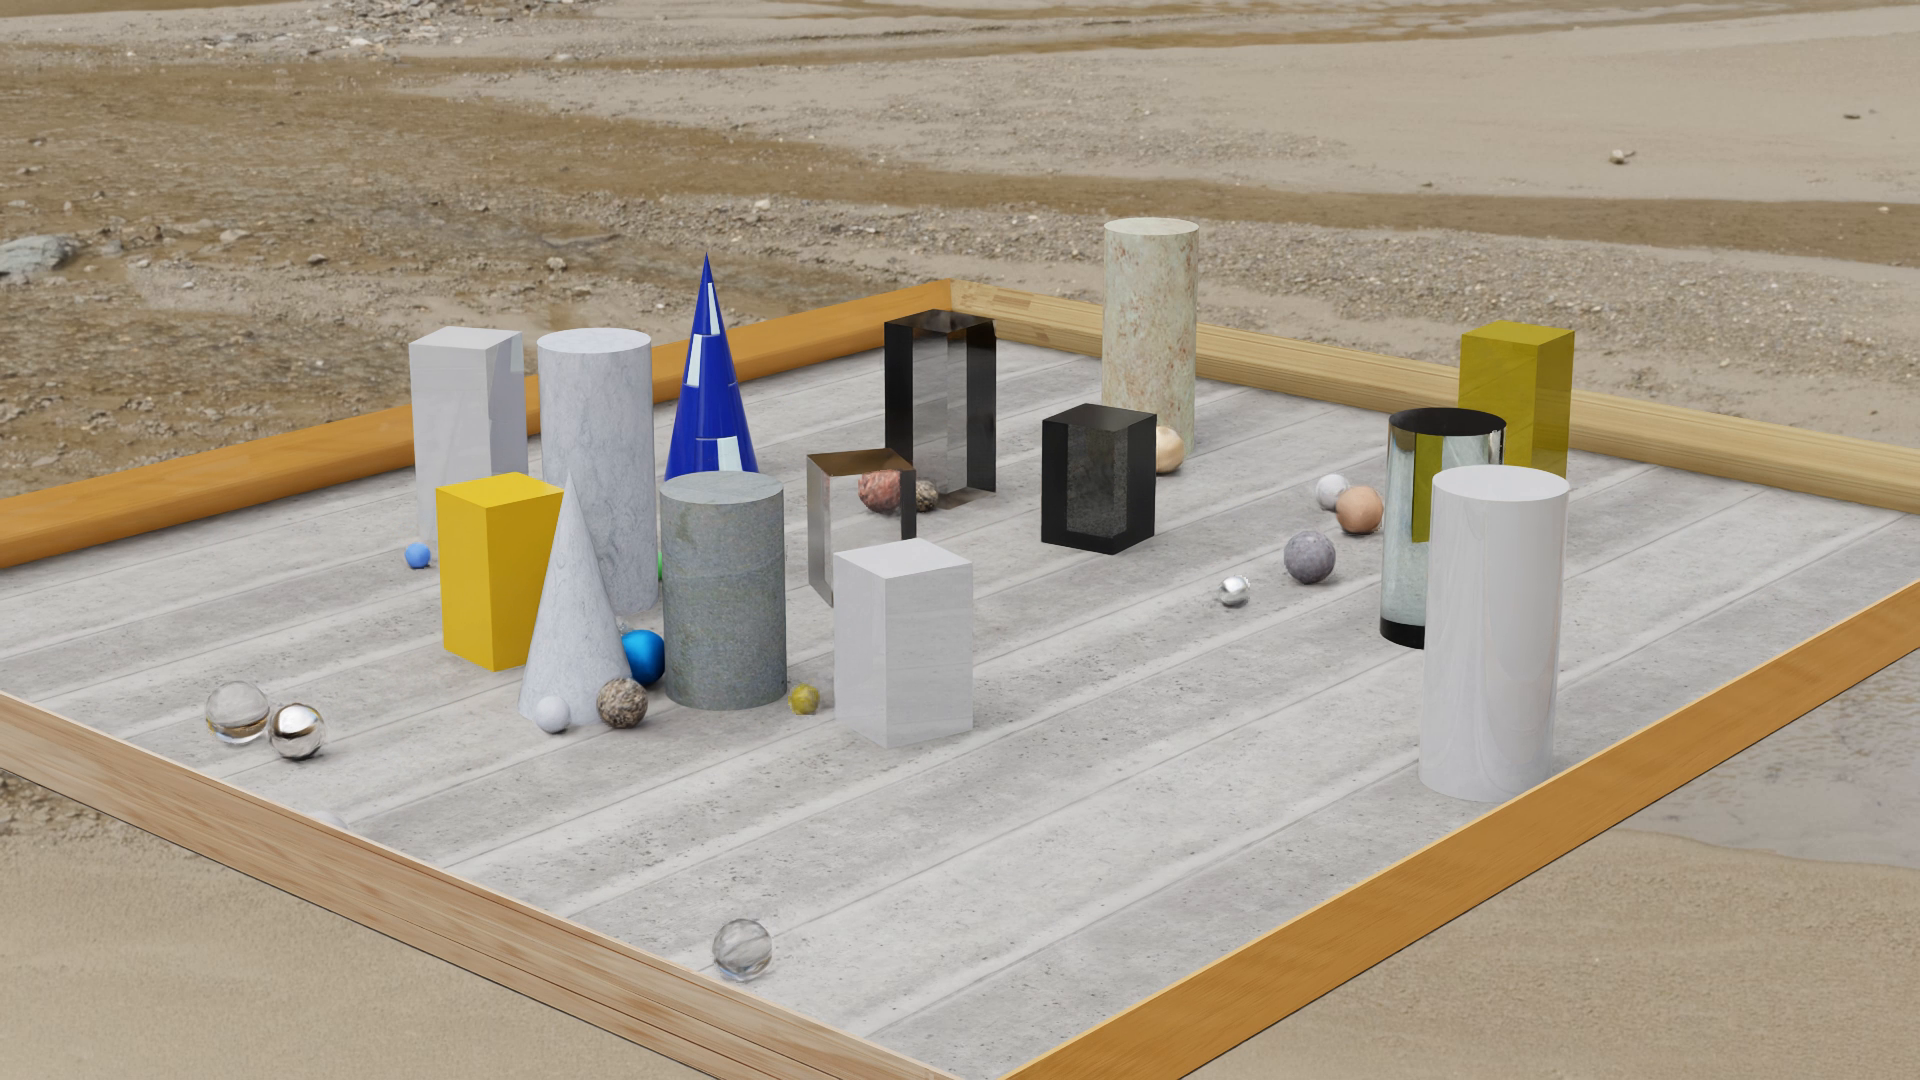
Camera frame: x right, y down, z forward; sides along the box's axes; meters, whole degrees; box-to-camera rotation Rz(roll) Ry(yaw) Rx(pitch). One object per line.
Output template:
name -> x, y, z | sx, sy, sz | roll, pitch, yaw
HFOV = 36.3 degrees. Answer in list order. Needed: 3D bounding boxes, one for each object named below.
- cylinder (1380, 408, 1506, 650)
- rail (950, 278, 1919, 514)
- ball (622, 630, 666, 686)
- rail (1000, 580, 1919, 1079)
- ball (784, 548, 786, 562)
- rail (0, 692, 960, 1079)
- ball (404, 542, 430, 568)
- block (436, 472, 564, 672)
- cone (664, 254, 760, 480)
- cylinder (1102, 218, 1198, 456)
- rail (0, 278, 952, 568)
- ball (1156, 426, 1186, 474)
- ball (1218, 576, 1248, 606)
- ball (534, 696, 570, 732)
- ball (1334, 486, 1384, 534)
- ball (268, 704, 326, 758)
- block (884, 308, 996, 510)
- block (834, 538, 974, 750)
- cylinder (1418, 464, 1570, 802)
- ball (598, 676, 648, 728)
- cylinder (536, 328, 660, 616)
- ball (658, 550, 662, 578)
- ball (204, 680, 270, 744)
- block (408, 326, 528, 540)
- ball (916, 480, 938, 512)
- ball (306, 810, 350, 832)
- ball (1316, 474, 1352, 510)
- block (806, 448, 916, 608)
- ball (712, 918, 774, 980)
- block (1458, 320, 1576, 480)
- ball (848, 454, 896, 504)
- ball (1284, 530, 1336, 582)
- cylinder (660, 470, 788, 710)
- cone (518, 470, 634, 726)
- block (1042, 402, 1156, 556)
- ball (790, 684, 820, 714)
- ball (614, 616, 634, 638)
cylinder -> 0.802, -0.019, 4.874 | 0.192, 0.366, 0.192 | 0, 17, 0
rail -> 1.014, -0.306, 6.239 | 2.792, 0.125, 0.045 | 14, 22, 39
ball -> -0.508, 0.187, 4.671 | 0.089, 0.089, 0.089 | 0, 17, 0
rail -> 1.036, 0.291, 4.259 | 0.045, 0.125, 3.141 | 14, 22, 39
ball -> -0.340, 0.027, 5.254 | 0.059, 0.059, 0.059 | 0, 17, 0
rail -> -1.014, 0.369, 4.002 | 2.792, 0.125, 0.045 | 14, 22, 39
ball -> -0.976, 0.027, 5.275 | 0.046, 0.046, 0.046 | 0, 17, 0
block -> -0.745, 0.050, 4.800 | 0.154, 0.276, 0.154 | -14, 22, -38
cone -> -0.495, -0.345, 5.792 | 0.192, 0.459, 0.192 | 0, 17, 0
cylinder -> 0.388, -0.413, 6.007 | 0.192, 0.465, 0.192 | 0, 17, 0
rail -> -1.036, -0.229, 5.982 | 0.045, 0.125, 3.141 | 14, 22, 39
ball -> 0.404, -0.179, 5.871 | 0.096, 0.096, 0.096 | 0, 17, 0
ball -> 0.472, 0.087, 5.065 | 0.052, 0.052, 0.052 | 0, 17, 0
ball -> -0.621, 0.266, 4.467 | 0.056, 0.056, 0.056 | 0, 17, 0
ball -> 0.746, -0.057, 5.475 | 0.090, 0.090, 0.090 | 0, 17, 0
ball -> -0.985, 0.284, 4.359 | 0.083, 0.083, 0.083 | 0, 17, 0
block -> -0.038, -0.255, 5.688 | 0.154, 0.348, 0.154 | 13, 21, 36
block -> -0.087, 0.155, 4.466 | 0.154, 0.268, 0.154 | -10, 20, -31
cylinder -> 0.768, 0.133, 4.226 | 0.192, 0.448, 0.192 | 0, 17, 0
ball -> -0.516, 0.248, 4.487 | 0.077, 0.077, 0.077 | 0, 17, 0
cylinder -> -0.619, -0.116, 5.028 | 0.192, 0.463, 0.192 | 0, 17, 0
ball -> -0.537, 0.043, 5.216 | 0.049, 0.049, 0.049 | 0, 17, 0
ball -> -1.090, 0.260, 4.420 | 0.095, 0.095, 0.095 | 0, 17, 0
block -> -0.908, -0.194, 5.444 | 0.154, 0.372, 0.154 | 5, 18, 17
ball -> -0.071, -0.085, 5.623 | 0.060, 0.060, 0.060 | 0, 17, 0
ball -> -0.864, 0.406, 3.957 | 0.081, 0.081, 0.081 | 0, 17, 0
ball -> 0.718, -0.093, 5.630 | 0.070, 0.070, 0.070 | 0, 17, 0
block -> -0.172, -0.023, 5.113 | 0.154, 0.235, 0.154 | -5, 18, -17
ball -> -0.269, 0.507, 3.634 | 0.075, 0.075, 0.075 | 0, 17, 0
block -> 1.031, -0.203, 5.467 | 0.154, 0.376, 0.154 | 12, 21, 35
ball -> -0.169, -0.118, 5.671 | 0.094, 0.094, 0.094 | 0, 17, 0
ball -> 0.619, 0.029, 5.187 | 0.093, 0.093, 0.093 | 0, 17, 0
cylinder -> -0.371, 0.078, 4.606 | 0.192, 0.335, 0.192 | 0, 17, 0
cone -> -0.597, 0.073, 4.537 | 0.192, 0.384, 0.192 | 0, 17, 0
block -> 0.257, -0.114, 5.418 | 0.154, 0.234, 0.154 | 11, 20, 32
ball -> -0.240, 0.247, 4.546 | 0.046, 0.046, 0.046 | 0, 17, 0
ball -> -0.566, 0.167, 4.736 | 0.090, 0.090, 0.090 | 0, 17, 0
